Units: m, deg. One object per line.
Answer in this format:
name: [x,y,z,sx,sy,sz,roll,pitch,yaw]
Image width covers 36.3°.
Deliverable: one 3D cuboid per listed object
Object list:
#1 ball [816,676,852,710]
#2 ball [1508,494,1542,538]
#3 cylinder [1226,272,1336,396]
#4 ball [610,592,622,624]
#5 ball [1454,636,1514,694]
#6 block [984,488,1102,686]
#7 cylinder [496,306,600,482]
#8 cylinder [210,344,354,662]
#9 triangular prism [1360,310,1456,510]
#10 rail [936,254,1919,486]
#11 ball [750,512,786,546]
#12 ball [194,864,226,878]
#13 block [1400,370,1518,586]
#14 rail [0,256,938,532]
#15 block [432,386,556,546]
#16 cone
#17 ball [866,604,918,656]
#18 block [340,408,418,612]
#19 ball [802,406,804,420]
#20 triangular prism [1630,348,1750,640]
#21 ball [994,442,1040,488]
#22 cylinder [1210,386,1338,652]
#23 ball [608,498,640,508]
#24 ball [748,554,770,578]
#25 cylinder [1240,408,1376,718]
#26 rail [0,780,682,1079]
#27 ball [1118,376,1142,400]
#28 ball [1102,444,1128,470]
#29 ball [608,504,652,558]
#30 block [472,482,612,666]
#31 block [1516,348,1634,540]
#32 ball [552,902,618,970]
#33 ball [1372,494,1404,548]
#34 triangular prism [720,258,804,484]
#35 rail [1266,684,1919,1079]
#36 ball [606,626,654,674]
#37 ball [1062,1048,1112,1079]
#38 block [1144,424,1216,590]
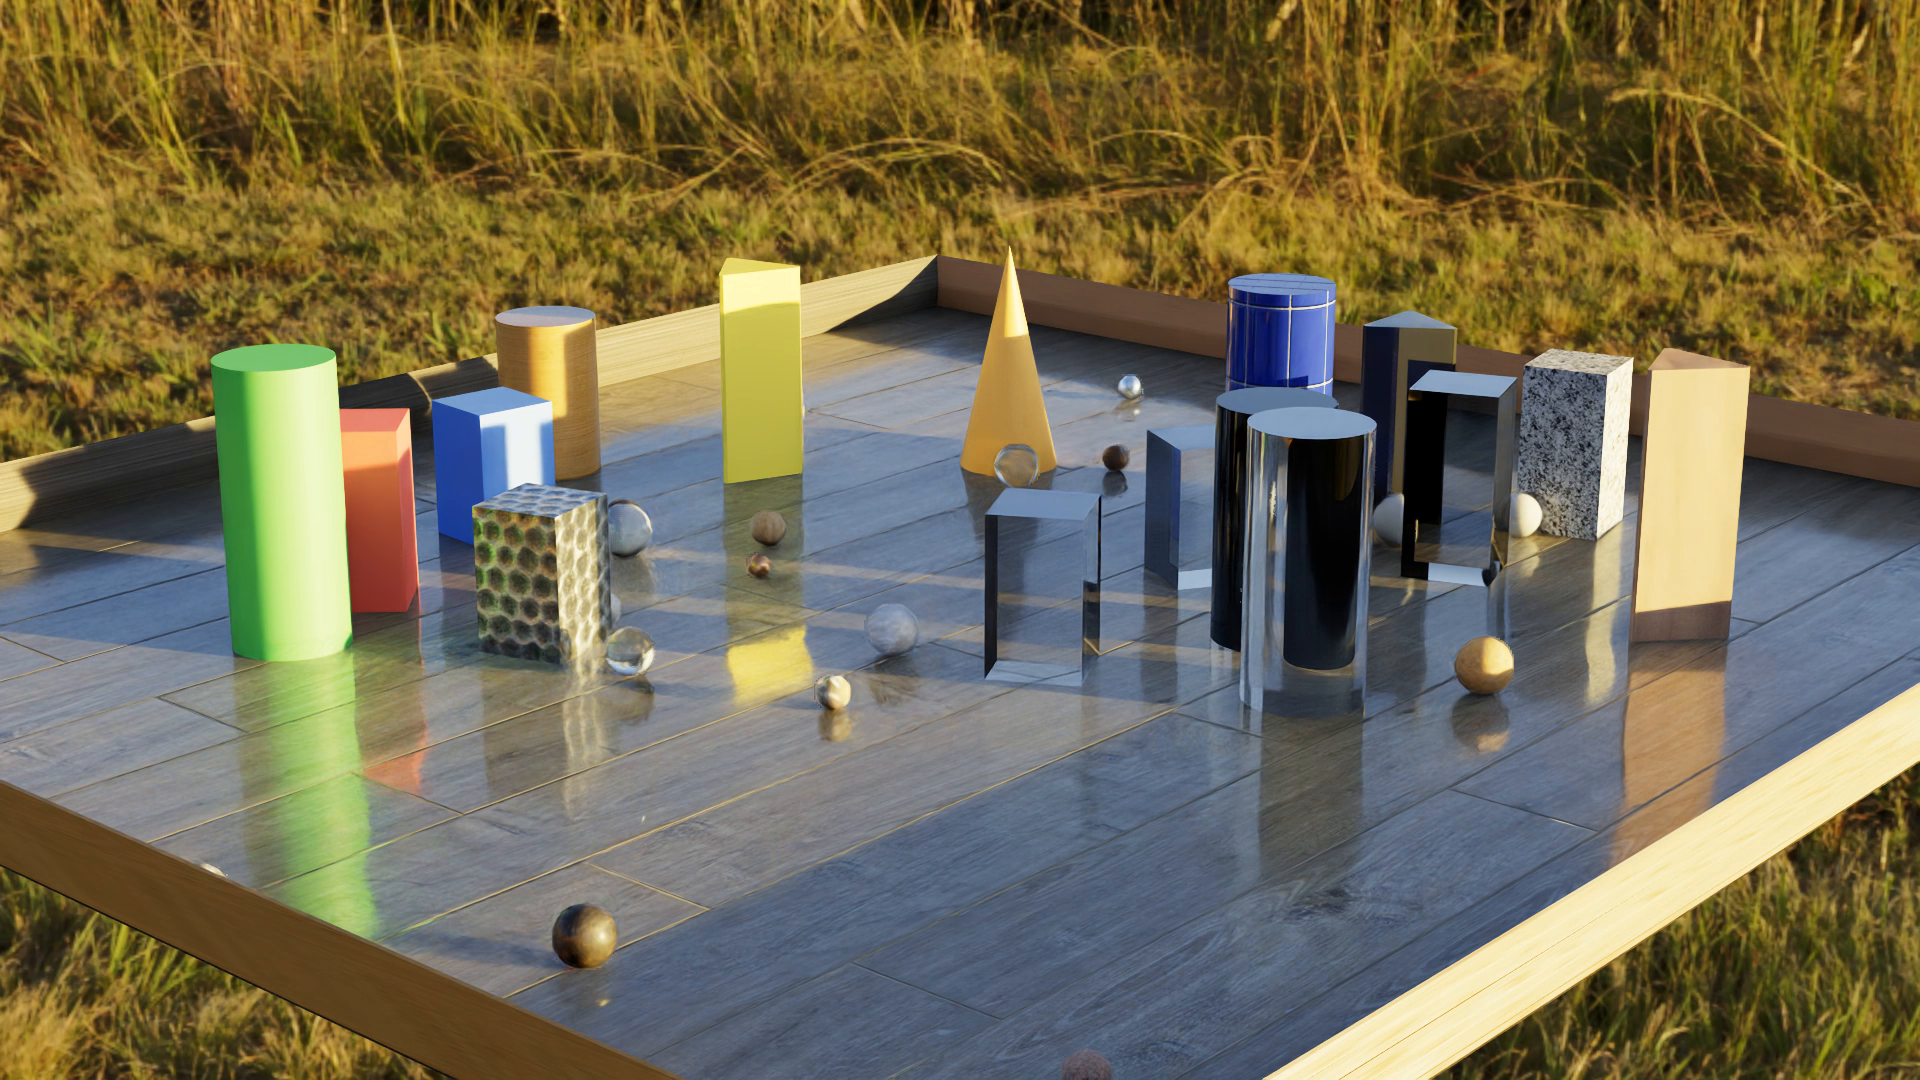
ball: [-0.197,0.238,4.571,0.054,0.054,0.054,0,17,0]
ball: [1.042,-0.046,5.463,0.083,0.083,0.083,0,17,0]
cylinder: [0.593,-0.247,5.460,0.198,0.469,0.198,0,17,0]
ball: [-0.604,0.116,4.962,0.062,0.062,0.062,0,17,0]
ball: [0.828,0.199,4.636,0.091,0.091,0.091,0,17,0]
block: [0.134,0.074,4.728,0.159,0.277,0.159,4,17,12]
cylinder: [-0.826,-0.295,5.889,0.198,0.315,0.198,0,17,0]
cylinder: [-1.112,-0.063,4.820,0.198,0.486,0.198,0,17,0]
triangular prism: [0.857,-0.245,5.632,0.172,0.367,0.149,2,17,8]
rail: [1.143,-0.347,6.380,3.223,0.129,0.045,14,22,39]
ball: [-0.353,-0.021,5.409,0.065,0.065,0.065,0,17,0]
ball: [-0.986,0.458,3.804,0.076,0.076,0.076,0,17,0]
block: [0.890,-0.112,5.229,0.159,0.344,0.159,7,18,21]
rail: [-1.199,-0.268,6.117,0.045,0.129,3.533,14,22,39]
block: [-0.867,-0.136,5.462,0.159,0.255,0.159,-15,22,-41]
cone: [0.099,-0.372,5.907,0.198,0.450,0.198,0,17,0]
ball: [-0.111,0.147,4.815,0.087,0.087,0.087,0,17,0]
block: [-1.035,-0.052,5.071,0.159,0.320,0.159,-1,17,-2]
ball: [-0.369,-0.270,6.211,0.080,0.080,0.080,0,17,0]
triangular prism: [1.195,-0.078,4.908,0.172,0.464,0.149,-2,17,-7]
ball: [0.112,-0.147,5.789,0.089,0.089,0.089,0,17,0]
cylinder: [0.519,-0.033,4.861,0.198,0.405,0.198,0,17,0]
ball: [-0.628,-0.039,5.452,0.076,0.076,0.076,0,17,0]
ball: [-0.358,0.046,5.228,0.041,0.041,0.041,0,17,0]
cylinder: [0.540,0.034,4.568,0.198,0.447,0.198,0,17,0]
rail: [-1.143,0.412,3.860,3.223,0.129,0.045,14,22,39]
ball: [0.376,-0.337,6.481,0.053,0.053,0.053,0,17,0]
ball: [0.314,-0.166,5.912,0.053,0.053,0.053,0,17,0]
ball: [-0.612,-0.018,5.341,0.099,0.099,0.099,0,17,0]
block: [-0.688,0.054,4.842,0.159,0.250,0.159,8,18,24]
block: [1.153,-0.181,5.506,0.159,0.316,0.159,9,19,28]
ball: [-0.470,0.495,3.668,0.082,0.082,0.082,0,17,0]
ball: [0.810,-0.036,5.403,0.097,0.097,0.097,0,17,0]
triangular prism: [-0.427,-0.345,5.869,0.172,0.421,0.149,-9,19,-28]
rail: [1.199,0.333,4.123,0.045,0.129,3.533,14,22,39]
ball: [-0.532,0.179,4.726,0.078,0.078,0.078,0,17,0]
ball: [0.144,0.608,3.336,0.058,0.058,0.058,0,17,0]
block: [0.434,-0.062,5.222,0.159,0.253,0.159,-6,18,-18]
